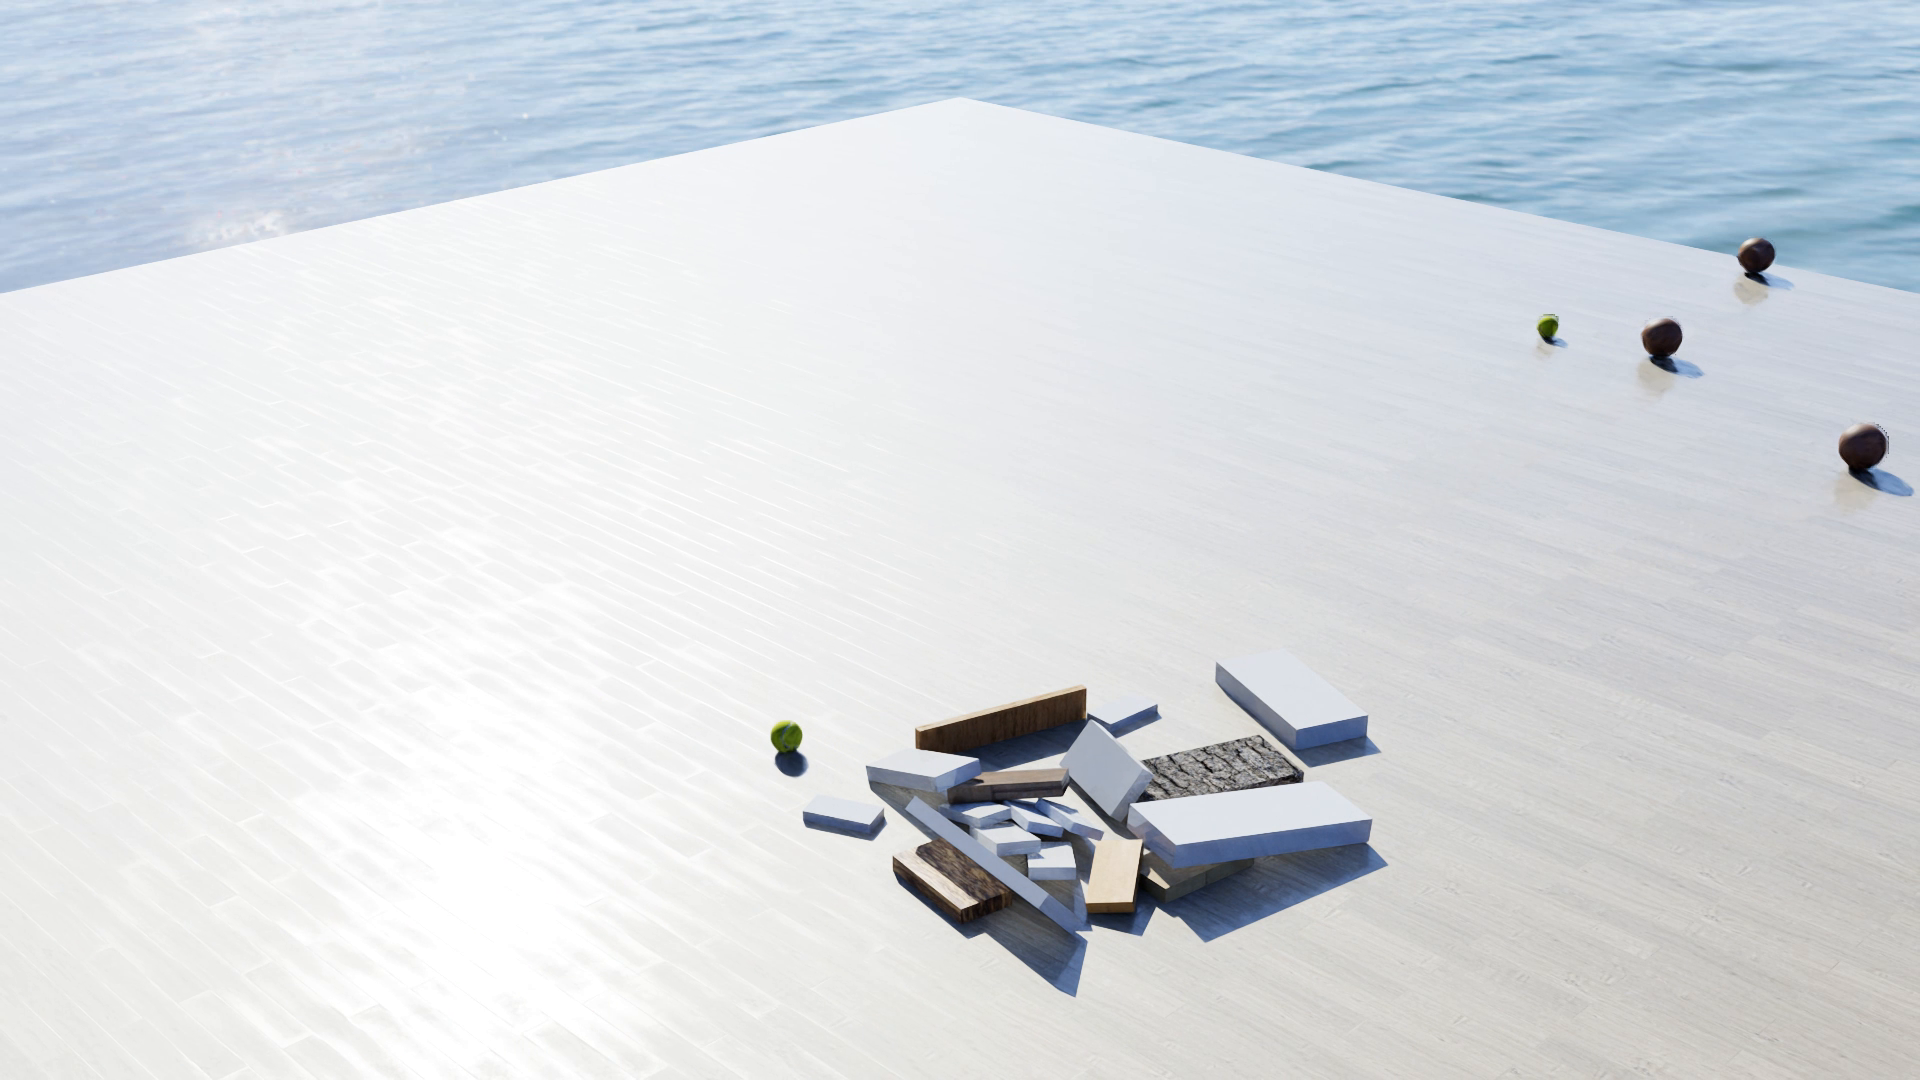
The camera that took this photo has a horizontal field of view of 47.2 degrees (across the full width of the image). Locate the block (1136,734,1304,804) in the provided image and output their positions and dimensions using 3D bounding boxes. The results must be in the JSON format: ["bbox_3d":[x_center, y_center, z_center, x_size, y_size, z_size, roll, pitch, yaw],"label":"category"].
[{"bbox_3d":[0.507,0.495,4.529,0.356,0.050,0.178,-10,25,-22],"label":"block"}]

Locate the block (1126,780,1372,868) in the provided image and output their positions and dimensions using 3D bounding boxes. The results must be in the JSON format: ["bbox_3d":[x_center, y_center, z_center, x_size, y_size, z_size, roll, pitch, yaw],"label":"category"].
[{"bbox_3d":[0.569,0.555,4.314,0.451,0.050,0.178,-3,21,-25],"label":"block"}]

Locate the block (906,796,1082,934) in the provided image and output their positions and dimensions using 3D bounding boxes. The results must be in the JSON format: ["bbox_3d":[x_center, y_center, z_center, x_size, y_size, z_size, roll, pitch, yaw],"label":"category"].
[{"bbox_3d":[0.059,0.614,4.176,0.033,0.117,0.436,-53,40,-7],"label":"block"}]

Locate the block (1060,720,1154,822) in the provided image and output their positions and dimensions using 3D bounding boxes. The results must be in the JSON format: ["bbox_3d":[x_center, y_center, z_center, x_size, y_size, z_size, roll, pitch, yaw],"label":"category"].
[{"bbox_3d":[0.298,0.471,4.507,0.033,0.117,0.234,32,5,-32],"label":"block"}]

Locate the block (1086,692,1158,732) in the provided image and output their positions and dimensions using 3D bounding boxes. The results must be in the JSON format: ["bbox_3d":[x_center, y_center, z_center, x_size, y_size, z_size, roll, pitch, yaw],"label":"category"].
[{"bbox_3d":[0.358,0.379,4.841,0.148,0.021,0.074,-19,29,-37],"label":"block"}]

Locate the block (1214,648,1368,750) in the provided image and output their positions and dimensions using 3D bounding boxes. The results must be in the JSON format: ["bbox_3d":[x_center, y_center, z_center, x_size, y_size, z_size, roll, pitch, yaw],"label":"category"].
[{"bbox_3d":[0.731,0.349,4.873,0.178,0.050,0.356,-9,25,-21],"label":"block"}]

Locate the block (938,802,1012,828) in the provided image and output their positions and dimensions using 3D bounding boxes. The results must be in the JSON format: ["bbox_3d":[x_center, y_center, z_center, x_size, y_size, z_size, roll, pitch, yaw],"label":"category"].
[{"bbox_3d":[0.029,0.544,4.399,0.076,0.021,0.151,-14,11,-32],"label":"block"}]

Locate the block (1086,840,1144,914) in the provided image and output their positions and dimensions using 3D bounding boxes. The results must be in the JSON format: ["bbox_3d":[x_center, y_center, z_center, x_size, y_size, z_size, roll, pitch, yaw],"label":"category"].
[{"bbox_3d":[0.294,0.637,4.171,0.089,0.025,0.177,-4,32,14],"label":"block"}]

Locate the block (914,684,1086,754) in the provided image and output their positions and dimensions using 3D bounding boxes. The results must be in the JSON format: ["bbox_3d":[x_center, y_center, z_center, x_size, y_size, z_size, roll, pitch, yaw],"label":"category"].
[{"bbox_3d":[0.091,0.393,4.739,0.415,0.074,0.021,-12,26,-27],"label":"block"}]

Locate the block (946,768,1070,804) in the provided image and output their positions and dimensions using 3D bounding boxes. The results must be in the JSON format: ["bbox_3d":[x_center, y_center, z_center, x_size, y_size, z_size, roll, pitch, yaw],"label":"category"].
[{"bbox_3d":[0.099,0.498,4.465,0.234,0.033,0.117,-4,6,10],"label":"block"}]

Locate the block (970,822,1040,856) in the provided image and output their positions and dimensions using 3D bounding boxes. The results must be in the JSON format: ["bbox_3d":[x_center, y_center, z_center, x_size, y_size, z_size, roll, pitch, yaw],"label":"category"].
[{"bbox_3d":[0.087,0.581,4.283,0.089,0.025,0.177,-3,5,-17],"label":"block"}]

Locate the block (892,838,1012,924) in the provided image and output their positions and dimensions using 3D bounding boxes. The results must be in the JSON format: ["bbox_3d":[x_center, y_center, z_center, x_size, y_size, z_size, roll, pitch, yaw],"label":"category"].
[{"bbox_3d":[-0.017,0.648,4.192,0.117,0.033,0.233,-15,27,-31],"label":"block"}]

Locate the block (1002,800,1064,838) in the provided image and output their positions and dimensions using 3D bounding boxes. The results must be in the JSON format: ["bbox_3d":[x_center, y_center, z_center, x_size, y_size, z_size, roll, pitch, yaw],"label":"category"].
[{"bbox_3d":[0.143,0.552,4.363,0.076,0.021,0.151,13,6,-20],"label":"block"}]

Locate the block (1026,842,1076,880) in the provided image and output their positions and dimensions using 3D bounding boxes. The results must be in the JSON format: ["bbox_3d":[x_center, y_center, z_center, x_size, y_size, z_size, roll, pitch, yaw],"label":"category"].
[{"bbox_3d":[0.173,0.615,4.220,0.089,0.025,0.177,0,8,0],"label":"block"}]

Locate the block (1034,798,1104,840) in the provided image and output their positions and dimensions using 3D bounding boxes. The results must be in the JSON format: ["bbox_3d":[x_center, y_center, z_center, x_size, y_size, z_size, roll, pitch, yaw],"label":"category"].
[{"bbox_3d":[0.217,0.553,4.359,0.076,0.021,0.151,21,3,-28],"label":"block"}]

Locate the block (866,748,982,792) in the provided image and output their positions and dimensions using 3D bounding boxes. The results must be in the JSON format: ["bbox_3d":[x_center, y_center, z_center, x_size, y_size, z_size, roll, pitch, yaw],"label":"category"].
[{"bbox_3d":[-0.077,0.472,4.522,0.117,0.033,0.234,-19,13,-37],"label":"block"}]

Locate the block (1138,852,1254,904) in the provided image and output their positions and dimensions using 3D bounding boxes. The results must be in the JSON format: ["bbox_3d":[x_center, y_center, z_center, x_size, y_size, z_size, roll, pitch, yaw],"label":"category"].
[{"bbox_3d":[0.444,0.625,4.246,0.233,0.033,0.117,-17,28,-34],"label":"block"}]

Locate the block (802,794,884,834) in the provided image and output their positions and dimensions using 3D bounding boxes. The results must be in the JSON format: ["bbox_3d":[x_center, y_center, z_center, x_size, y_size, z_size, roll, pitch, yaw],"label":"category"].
[{"bbox_3d":[-0.235,0.551,4.434,0.148,0.021,0.074,9,24,20],"label":"block"}]
